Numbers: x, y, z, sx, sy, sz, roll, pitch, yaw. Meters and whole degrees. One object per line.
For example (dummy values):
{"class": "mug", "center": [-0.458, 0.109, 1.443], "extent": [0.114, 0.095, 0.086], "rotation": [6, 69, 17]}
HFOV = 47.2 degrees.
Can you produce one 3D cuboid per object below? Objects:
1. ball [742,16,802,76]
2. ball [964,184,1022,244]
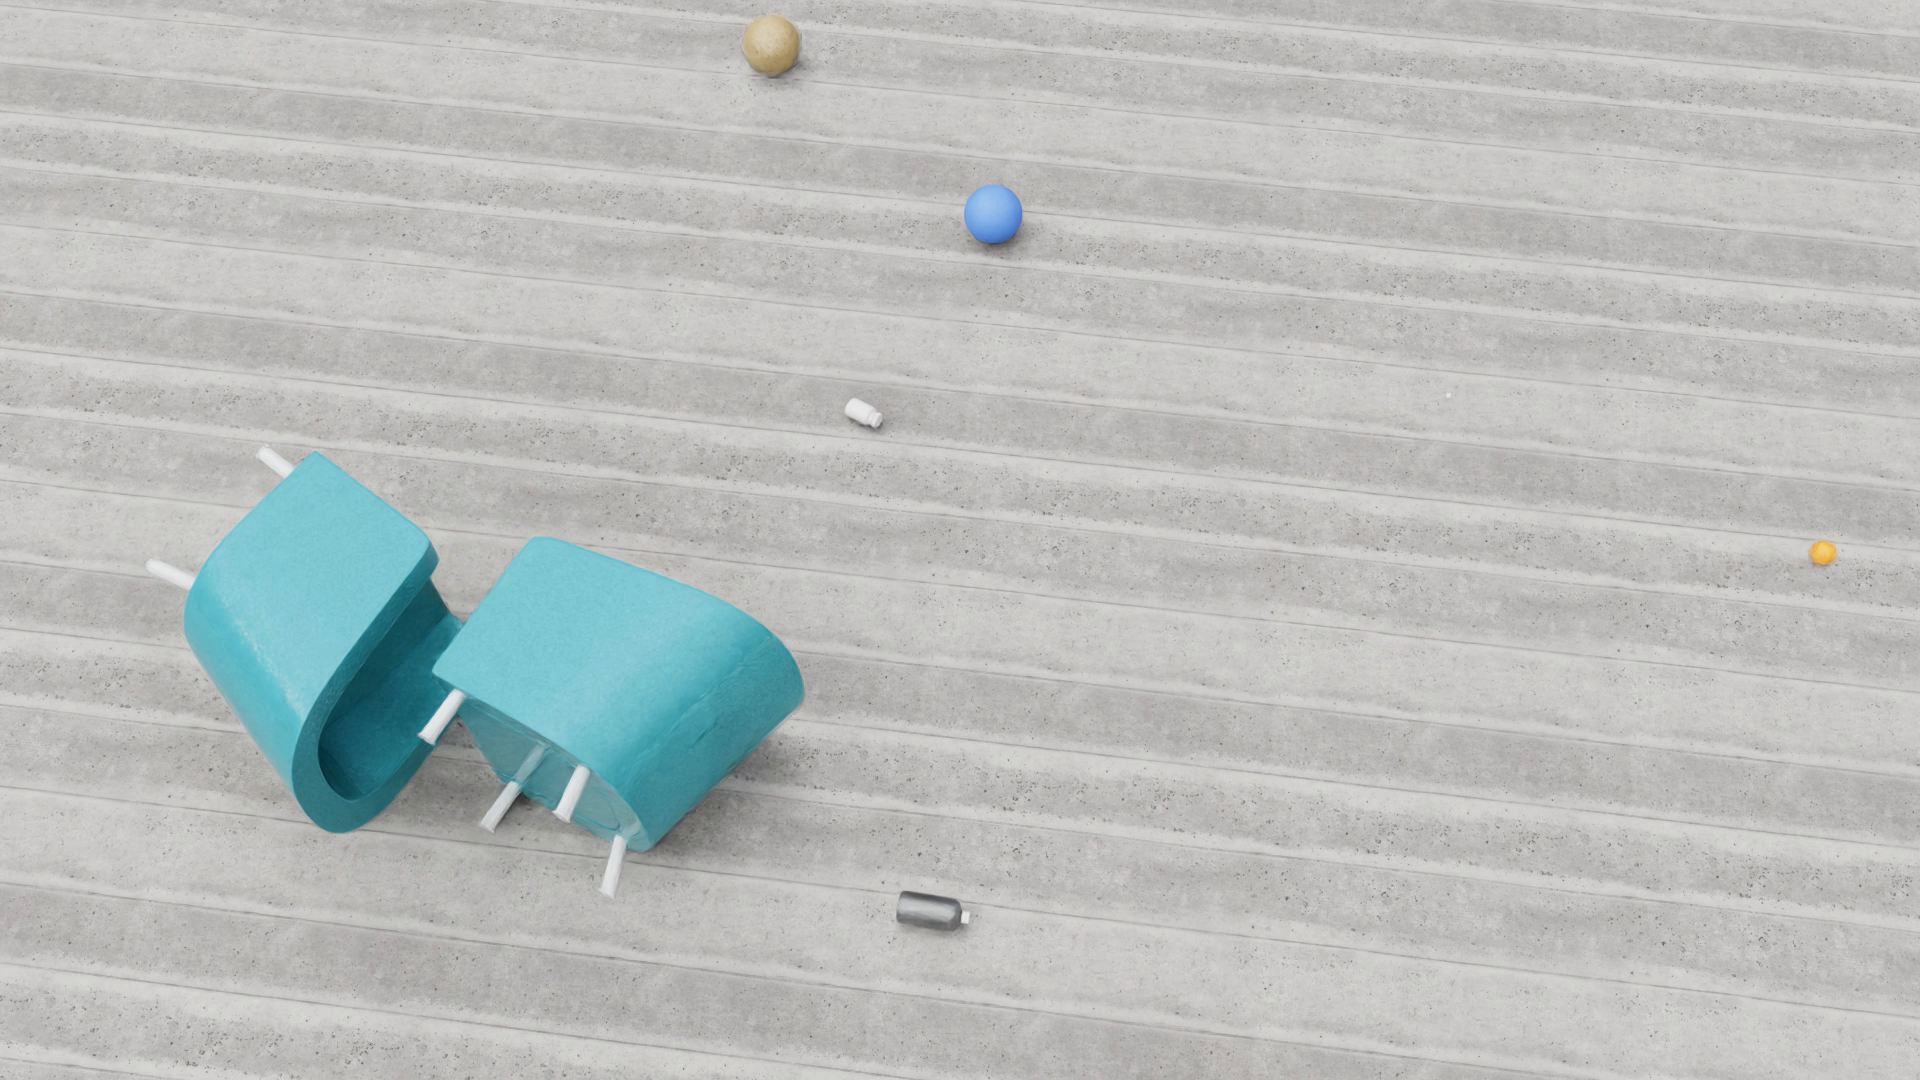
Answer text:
{"class": "ball", "center": [-0.651, -1.710, 7.599], "extent": [0.202, 0.202, 0.202], "rotation": [0, 56, 0]}
{"class": "ball", "center": [0.108, -1.063, 7.172], "extent": [0.192, 0.192, 0.192], "rotation": [0, 56, 0]}
